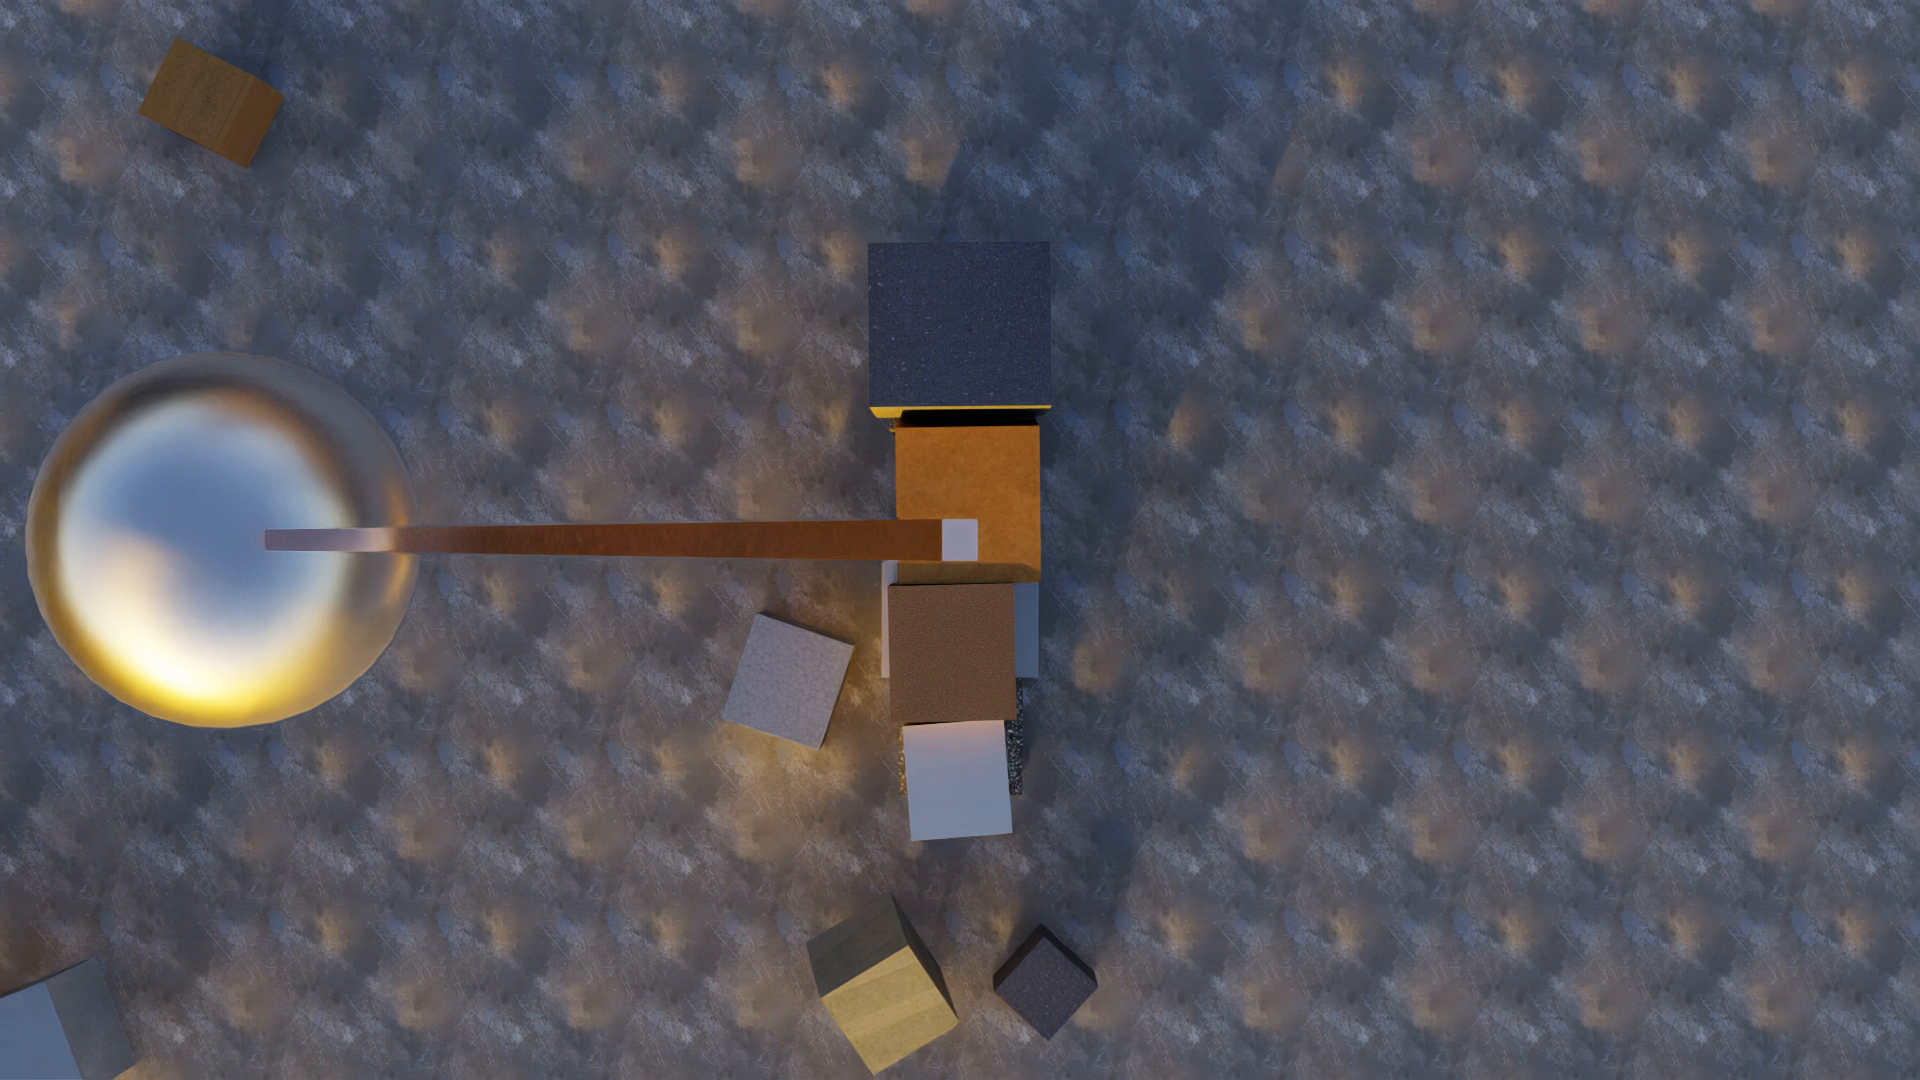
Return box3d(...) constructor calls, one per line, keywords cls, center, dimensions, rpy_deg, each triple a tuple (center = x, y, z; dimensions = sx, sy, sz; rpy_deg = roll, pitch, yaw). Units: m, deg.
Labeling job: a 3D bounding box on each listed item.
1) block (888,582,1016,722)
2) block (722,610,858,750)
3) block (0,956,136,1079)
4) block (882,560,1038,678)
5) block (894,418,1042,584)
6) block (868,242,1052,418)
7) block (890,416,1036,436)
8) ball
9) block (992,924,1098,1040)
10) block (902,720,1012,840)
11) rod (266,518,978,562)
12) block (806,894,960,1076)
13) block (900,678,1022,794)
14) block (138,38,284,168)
box3d(cls="block", center=(-0.041, 0.592, 11.896), dimensions=(0.662, 0.746, 0.717), rpy_deg=(-1, 90, 0))
box3d(cls="block", center=(-0.979, 0.808, 12.743), dimensions=(0.586, 0.514, 0.631), rpy_deg=(19, 90, 0))
box3d(cls="block", center=(-5.365, 2.926, 12.637), dimensions=(0.810, 0.727, 0.678), rpy_deg=(-21, 90, 0))
box3d(cls="block", center=(0.001, 0.400, 12.635), dimensions=(0.873, 0.731, 0.732), rpy_deg=(0, 90, 0))
box3d(cls="block", center=(0.043, -0.219, 11.861), dimensions=(0.753, 0.735, 0.822), rpy_deg=(-1, 96, 0))
box3d(cls="block", center=(-0.001, -1.101, 11.703), dimensions=(0.931, 0.972, 0.837), rpy_deg=(-1, 90, 0))
box3d(cls="block", center=(0.015, -1.010, 12.594), dimensions=(0.814, 0.811, 0.789), rpy_deg=(0, 90, 0))
box3d(cls="ball", center=(-3.104, 0.000, 9.337), dimensions=(1.600, 1.600, 1.600), rpy_deg=(0, 90, 0))
box3d(cls="block", center=(0.492, 2.563, 12.774), dimensions=(0.420, 0.452, 0.425), rpy_deg=(42, 90, 0))
box3d(cls="block", center=(-0.013, 1.271, 11.969), dimensions=(0.538, 0.625, 0.609), rpy_deg=(-5, 90, 0))
box3d(cls="rod", center=(-1.345, 0.000, 6.428), dimensions=(0.080, 5.200, 0.080), rpy_deg=(0, 90, -31))
box3d(cls="block", center=(-0.446, 2.536, 12.596), dimensions=(0.571, 0.631, 0.605), rpy_deg=(-31, 111, 0))
box3d(cls="block", center=(0.004, 1.097, 12.641), dimensions=(0.689, 0.718, 0.653), rpy_deg=(0, 90, 0))
box3d(cls="block", center=(-4.330, -2.525, 12.736), dimensions=(0.508, 0.528, 0.485), rpy_deg=(27, 90, 0))
